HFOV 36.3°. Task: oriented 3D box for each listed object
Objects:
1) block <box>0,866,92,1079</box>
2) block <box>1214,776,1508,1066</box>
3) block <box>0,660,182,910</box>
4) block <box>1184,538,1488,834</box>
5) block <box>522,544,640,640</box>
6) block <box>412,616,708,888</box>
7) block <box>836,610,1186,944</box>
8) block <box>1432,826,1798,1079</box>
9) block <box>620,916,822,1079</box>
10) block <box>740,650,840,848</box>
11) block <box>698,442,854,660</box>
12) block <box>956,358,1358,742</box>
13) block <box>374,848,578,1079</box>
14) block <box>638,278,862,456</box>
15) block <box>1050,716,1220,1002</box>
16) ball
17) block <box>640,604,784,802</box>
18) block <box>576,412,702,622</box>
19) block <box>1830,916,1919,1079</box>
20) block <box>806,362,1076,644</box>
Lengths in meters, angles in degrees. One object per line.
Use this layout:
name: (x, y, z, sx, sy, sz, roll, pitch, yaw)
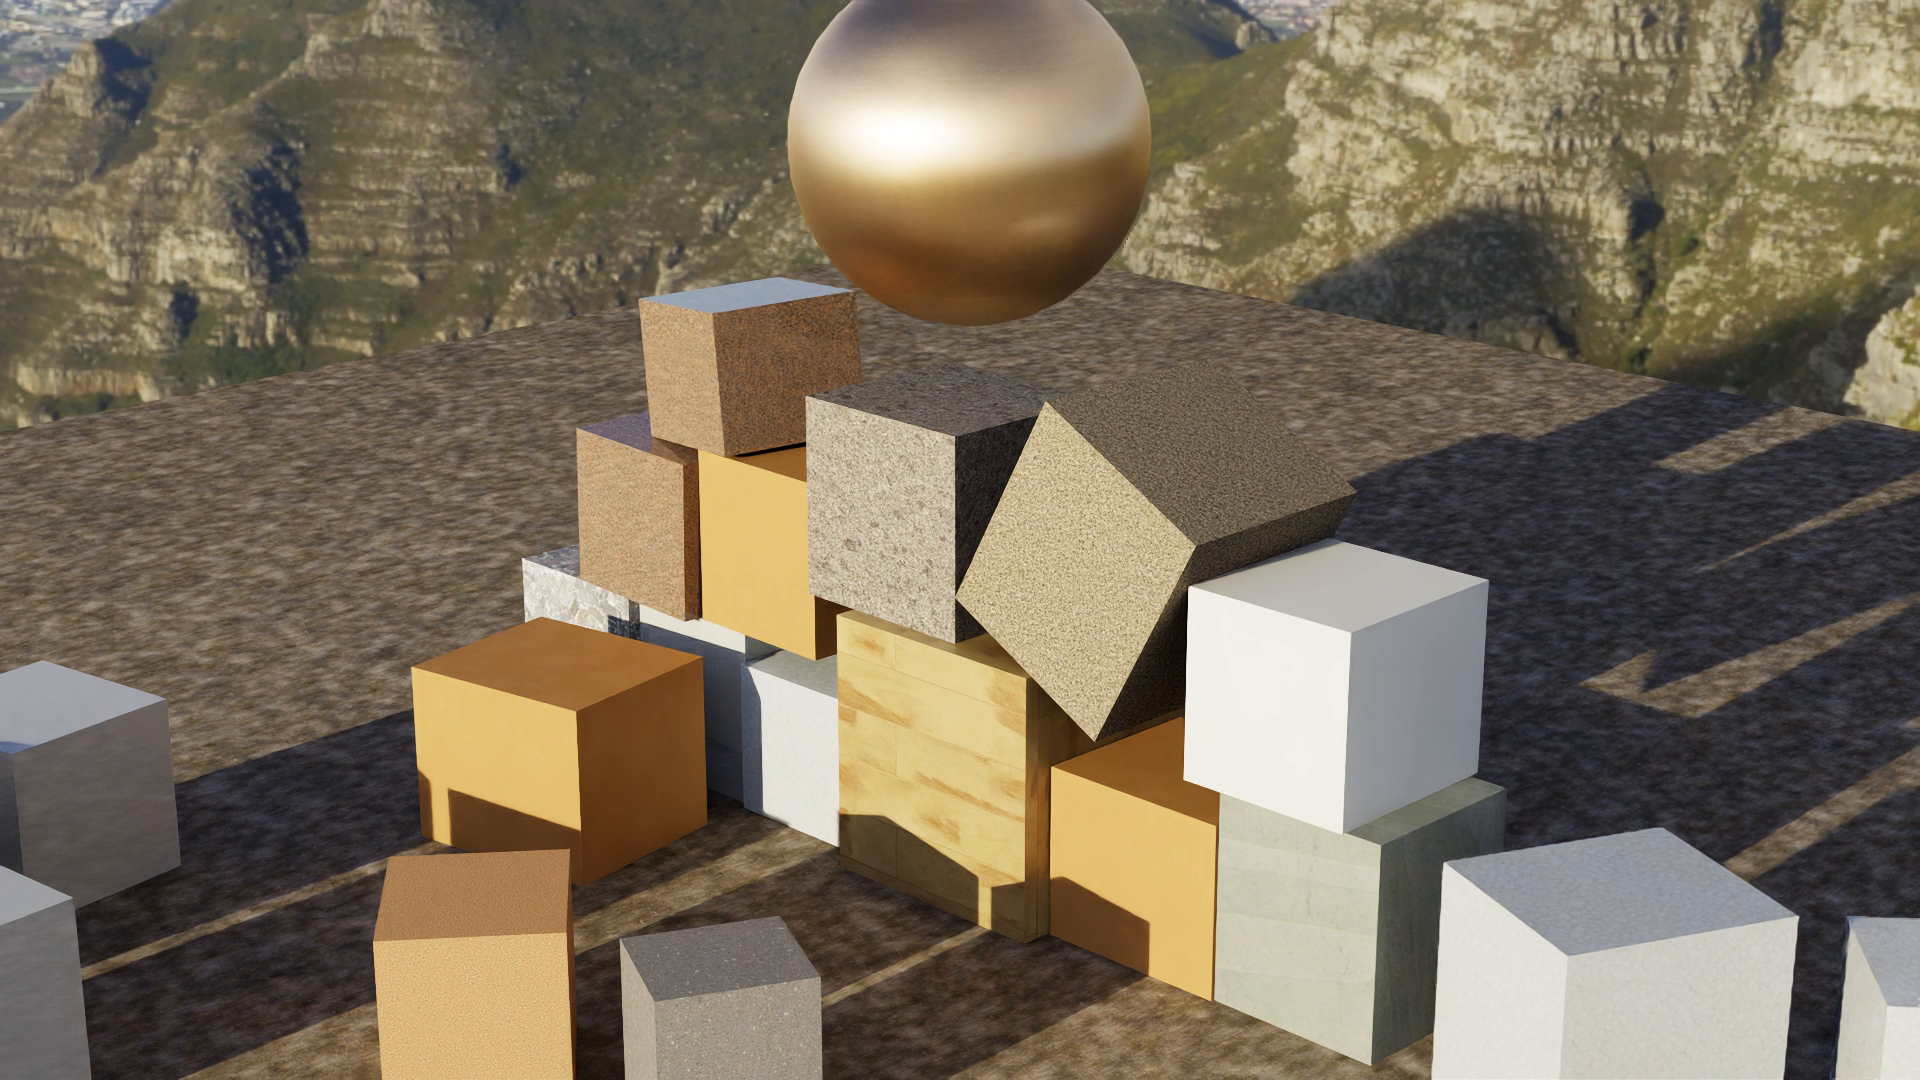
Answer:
block: (-4.041, 1.786, 11.196, 1.009, 0.878, 0.931, 14, 22, 37)
block: (1.646, 1.466, 12.093, 0.834, 0.952, 0.820, -16, 24, -42)
block: (-4.206, 1.138, 13.351, 0.883, 0.823, 0.845, 12, 21, 34)
block: (1.529, 0.573, 11.950, 0.815, 0.838, 0.912, 16, 24, 42)
block: (-1.638, 0.521, 15.199, 0.865, 0.892, 0.861, -17, 24, -42)
block: (-1.878, 0.975, 13.821, 1.021, 0.852, 0.883, 12, 21, 33)
block: (0.276, 0.922, 13.361, 1.177, 1.228, 1.171, 17, 24, 42)
block: (2.479, 1.758, 11.198, 0.983, 0.931, 0.895, -6, 19, -19)
block: (-0.908, 1.901, 11.147, 0.632, 0.689, 0.569, -6, 18, -18)
block: (-0.452, 0.943, 14.111, 0.850, 0.740, 0.836, -17, 24, -42)
block: (-0.686, -0.014, 14.040, 0.759, 0.854, 0.822, -16, 24, -42)
block: (0.823, 0.024, 12.462, 1.044, 1.106, 0.929, -17, 53, -43)
block: (-1.890, 1.740, 11.539, 0.720, 0.760, 0.795, -2, 18, -6)
block: (-1.004, -0.848, 14.154, 0.773, 0.680, 0.759, -12, 16, -31)
block: (1.020, 1.359, 12.705, 0.850, 0.789, 0.925, -17, 24, -42)
ball: (0.041, -1.738, 12.838, 1.600, 1.600, 1.600, 0, 17, 0)
block: (-1.035, 0.702, 14.647, 0.772, 0.877, 0.793, -17, 24, -42)
block: (-1.273, -0.176, 14.614, 0.935, 0.792, 0.832, -16, 25, -42)
block: (3.675, 1.923, 10.985, 0.614, 0.744, 0.774, 2, 18, 5)
block: (-0.030, -0.193, 13.300, 0.916, 0.938, 0.963, -16, 24, -42)
